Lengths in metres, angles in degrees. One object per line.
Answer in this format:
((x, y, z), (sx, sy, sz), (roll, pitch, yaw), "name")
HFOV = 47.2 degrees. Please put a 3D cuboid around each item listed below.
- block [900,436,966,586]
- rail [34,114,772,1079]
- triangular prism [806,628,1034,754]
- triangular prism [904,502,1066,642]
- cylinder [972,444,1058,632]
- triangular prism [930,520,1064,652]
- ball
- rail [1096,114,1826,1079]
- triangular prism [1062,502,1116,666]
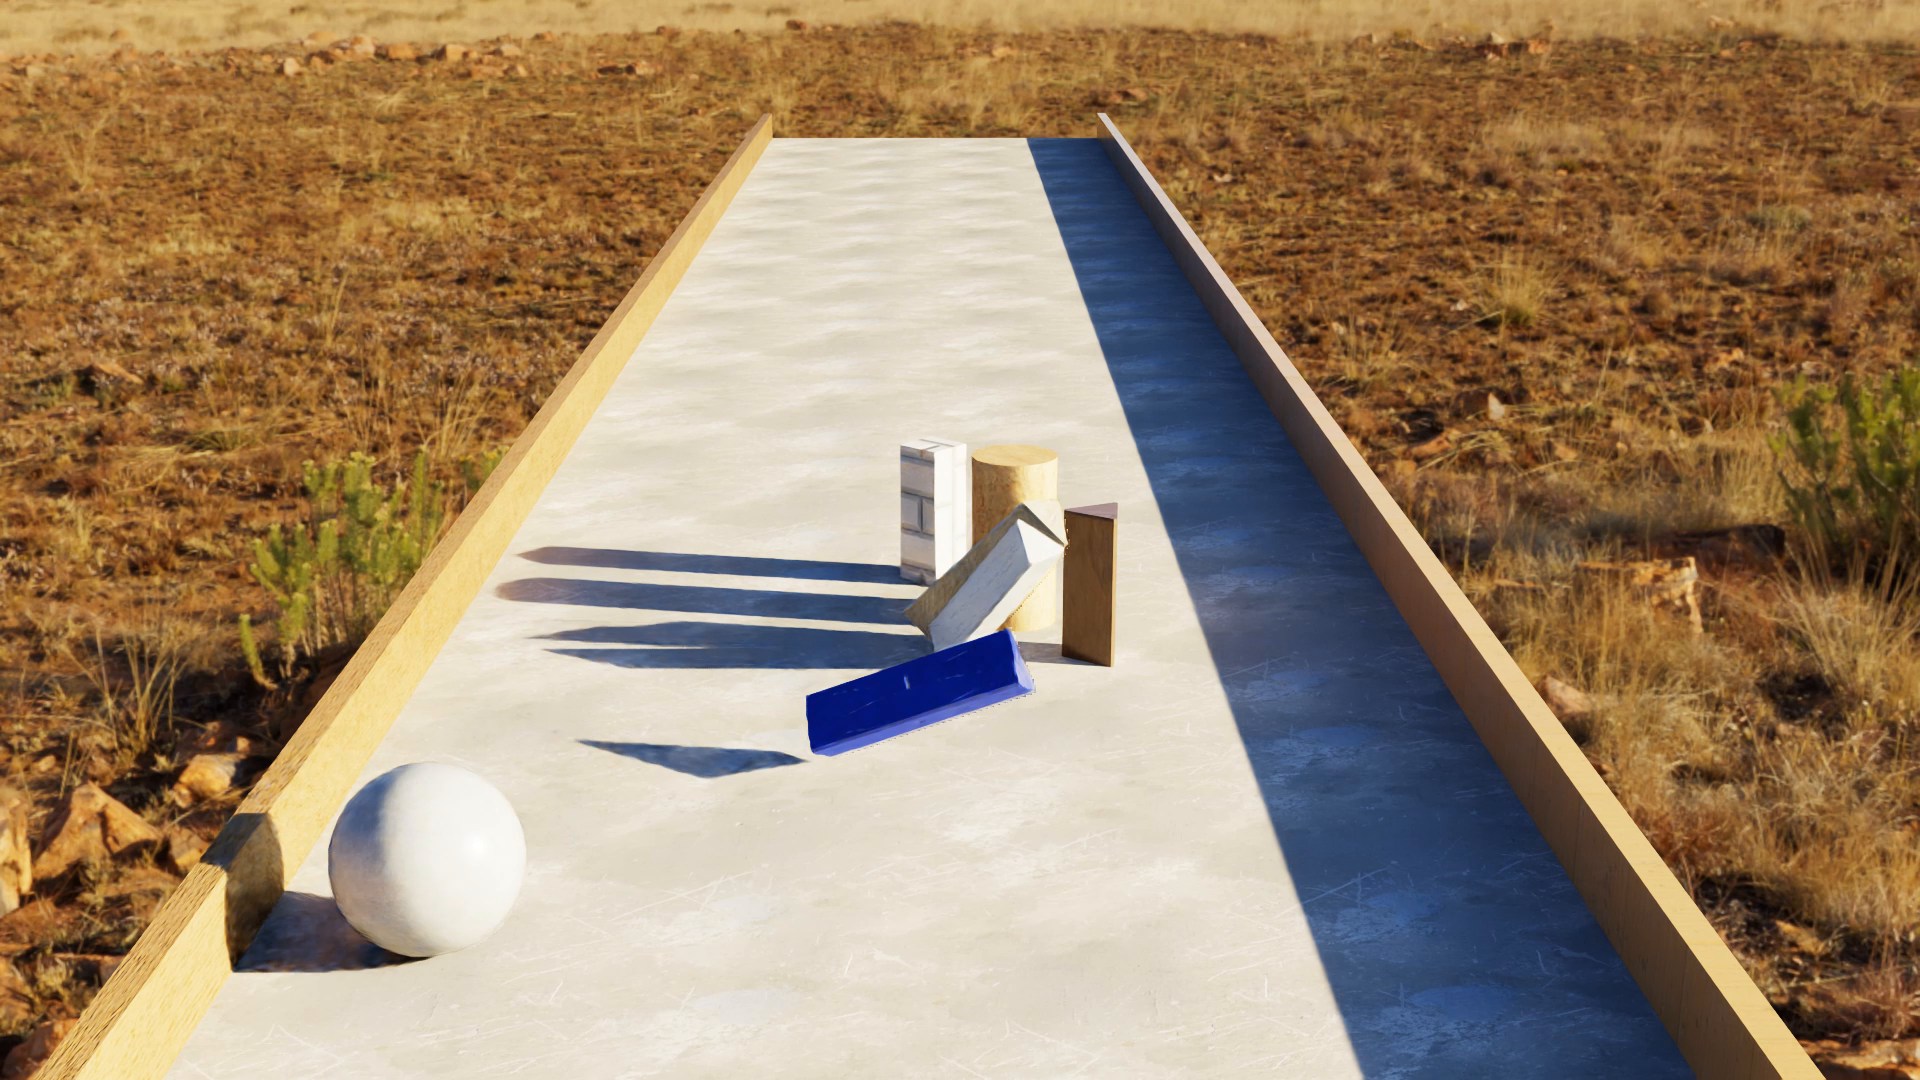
((-0.060, -0.064, 4.904), (0.104, 0.307, 0.104), (14, 22, 39), "block")
((-1.118, -0.838, 7.780), (0.050, 0.150, 12.000), (0, 17, -1), "rail")
((-0.079, 0.262, 3.811), (0.382, 0.106, 0.122), (-19, -12, 11), "triangular prism")
((0.060, 0.056, 4.406), (0.119, 0.373, 0.103), (44, 30, -6), "triangular prism")
((0.113, -0.005, 4.617), (0.180, 0.357, 0.180), (0, 17, 0), "cylinder")
((0.053, 0.102, 4.305), (0.108, 0.348, 0.094), (-21, 67, -48), "triangular prism")
((-0.770, 0.461, 3.182), (0.281, 0.281, 0.281), (0, 17, 0), "ball")
((0.932, -0.844, 7.801), (0.050, 0.150, 12.000), (0, 17, -1), "rail")
((0.284, 0.084, 4.406), (0.120, 0.307, 0.104), (11, 20, 33), "triangular prism")
